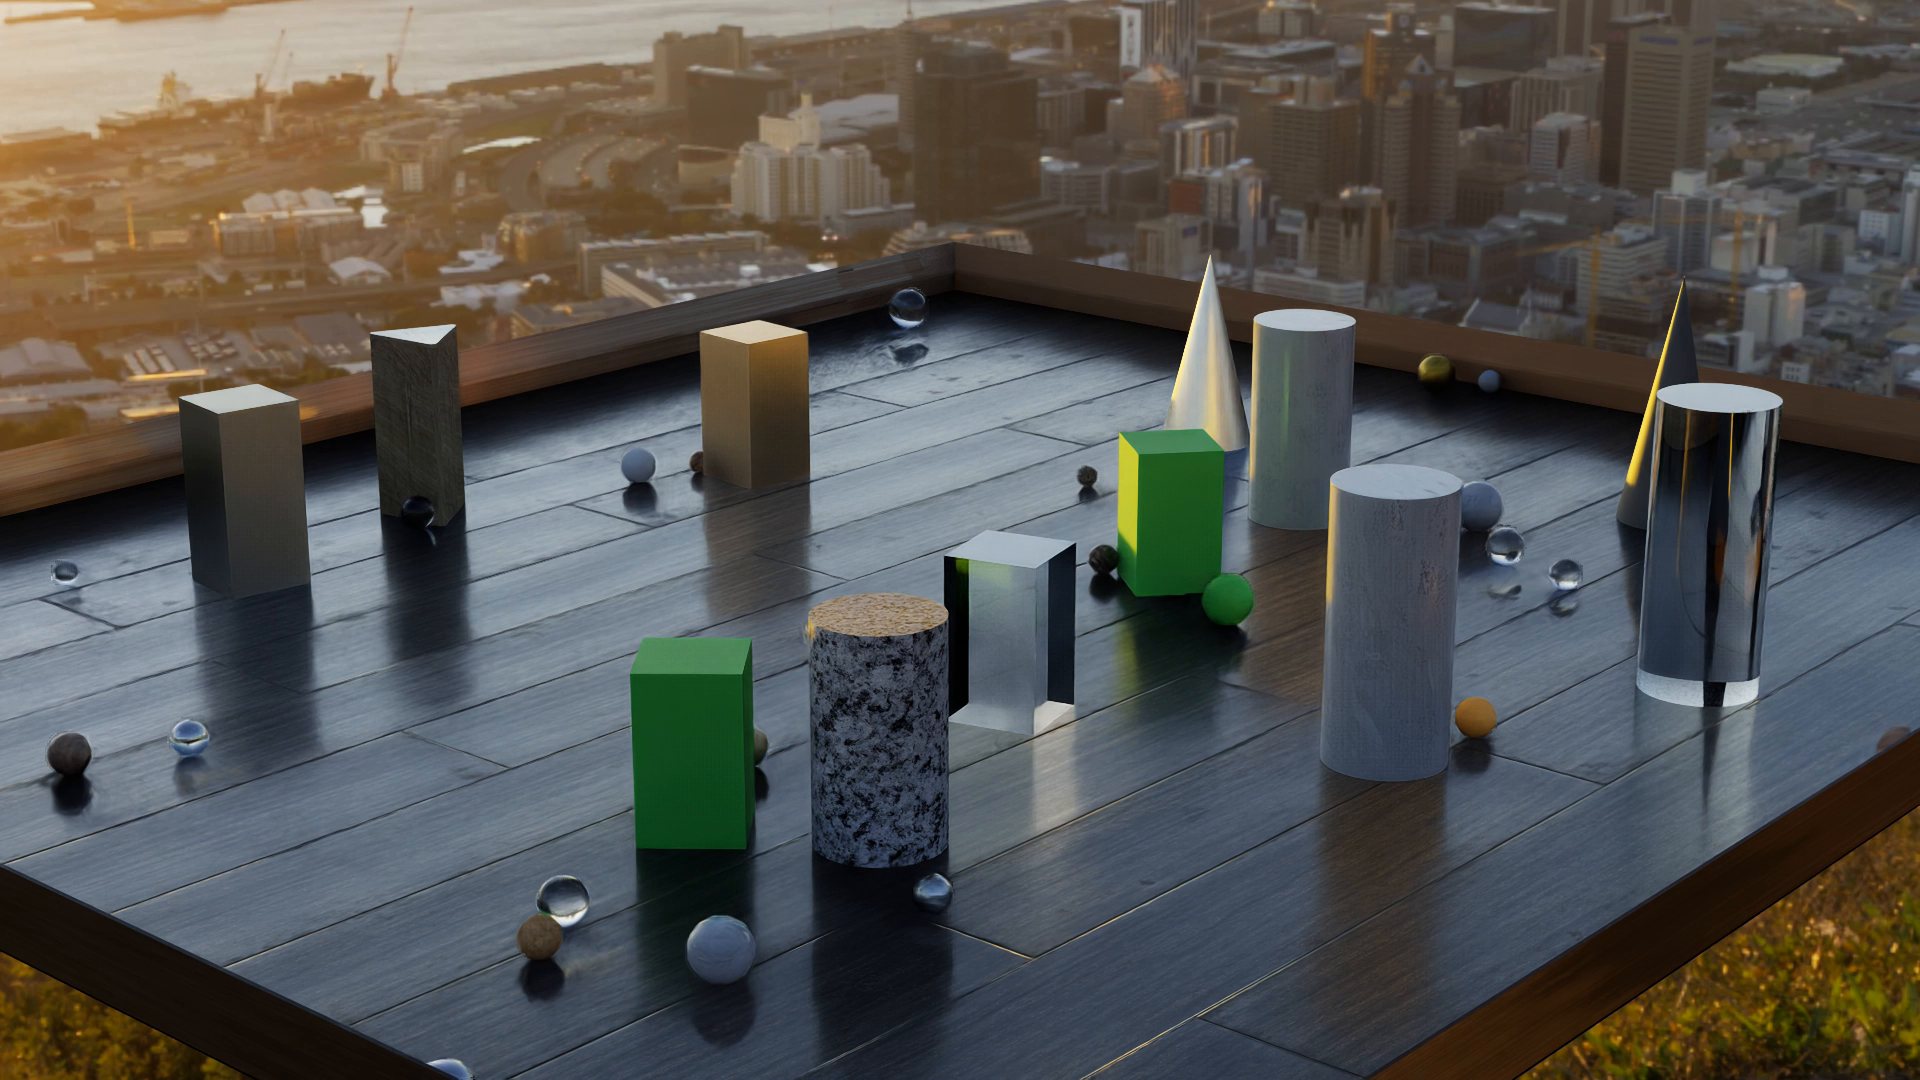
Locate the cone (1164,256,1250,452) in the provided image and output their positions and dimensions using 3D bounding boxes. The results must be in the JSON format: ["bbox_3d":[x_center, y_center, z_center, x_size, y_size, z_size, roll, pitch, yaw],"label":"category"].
[{"bbox_3d":[0.514,-0.397,6.072,0.190,0.395,0.190,0,17,0],"label":"cone"}]

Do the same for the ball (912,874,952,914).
[{"bbox_3d":[-0.036,0.461,3.824,0.052,0.052,0.052,0,17,0],"label":"ball"}]

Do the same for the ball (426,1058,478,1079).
[{"bbox_3d":[-0.575,0.615,3.278,0.073,0.073,0.073,0,17,0],"label":"ball"}]

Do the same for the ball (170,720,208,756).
[{"bbox_3d":[-1.148,0.295,4.366,0.056,0.056,0.056,0,17,0],"label":"ball"}]

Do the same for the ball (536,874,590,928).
[{"bbox_3d":[-0.513,0.466,3.780,0.068,0.068,0.068,0,17,0],"label":"ball"}]

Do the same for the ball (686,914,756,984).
[{"bbox_3d":[-0.295,0.506,3.619,0.085,0.085,0.085,0,17,0],"label":"ball"}]

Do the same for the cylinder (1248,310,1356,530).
[{"bbox_3d":[0.644,-0.229,5.536,0.190,0.382,0.190,0,17,0],"label":"cylinder"}]

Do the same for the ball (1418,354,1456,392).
[{"bbox_3d":[1.059,-0.370,6.519,0.084,0.084,0.084,0,17,0],"label":"ball"}]

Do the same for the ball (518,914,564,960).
[{"bbox_3d":[-0.528,0.499,3.690,0.057,0.057,0.057,0,17,0],"label":"ball"}]

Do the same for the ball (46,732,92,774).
[{"bbox_3d":[-1.305,0.313,4.296,0.062,0.062,0.062,0,17,0],"label":"ball"}]

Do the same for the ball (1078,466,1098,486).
[{"bbox_3d":[0.252,-0.126,5.787,0.040,0.040,0.040,0,17,0],"label":"ball"}]

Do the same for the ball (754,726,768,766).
[{"bbox_3d":[-0.315,0.304,4.321,0.065,0.065,0.065,0,17,0],"label":"ball"}]

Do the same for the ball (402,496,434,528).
[{"bbox_3d":[-1.017,-0.052,5.504,0.062,0.062,0.062,0,17,0],"label":"ball"}]

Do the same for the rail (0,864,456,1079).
[{"bbox_3d":[-1.244,0.445,3.749,3.375,0.123,0.045,14,22,39],"label":"rail"}]

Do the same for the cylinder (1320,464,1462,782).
[{"bbox_3d":[0.631,0.120,4.303,0.190,0.428,0.190,0,17,0],"label":"cylinder"}]

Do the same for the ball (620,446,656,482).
[{"bbox_3d":[-0.637,-0.150,5.812,0.071,0.071,0.071,0,17,0],"label":"ball"}]

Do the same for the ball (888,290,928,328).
[{"bbox_3d":[-0.126,-0.563,7.138,0.095,0.095,0.095,0,17,0],"label":"ball"}]

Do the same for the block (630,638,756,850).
[{"bbox_3d":[-0.369,0.281,4.069,0.152,0.255,0.152,0,17,1],"label":"block"}]

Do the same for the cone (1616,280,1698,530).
[{"bbox_3d":[1.344,-0.266,5.508,0.190,0.469,0.190,0,17,0],"label":"cone"}]

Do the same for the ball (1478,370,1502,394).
[{"bbox_3d":[1.177,-0.352,6.511,0.053,0.053,0.053,0,17,0],"label":"ball"}]

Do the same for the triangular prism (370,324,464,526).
[{"bbox_3d":[-1.002,-0.225,5.576,0.164,0.351,0.142,11,20,33],"label":"triangular prism"}]

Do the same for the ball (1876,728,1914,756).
[{"bbox_3d":[1.378,0.310,4.291,0.071,0.071,0.071,0,17,0],"label":"ball"}]

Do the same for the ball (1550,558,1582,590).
[{"bbox_3d":[1.062,0.060,5.143,0.056,0.056,0.056,0,17,0],"label":"ball"}]

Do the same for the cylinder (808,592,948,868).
[{"bbox_3d":[-0.110,0.258,4.013,0.190,0.331,0.190,0,17,0],"label":"cylinder"}]

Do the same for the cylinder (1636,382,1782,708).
[{"bbox_3d":[1.173,0.007,4.598,0.190,0.474,0.190,0,17,0],"label":"cylinder"}]

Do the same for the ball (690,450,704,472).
[{"bbox_3d":[-0.522,-0.158,5.889,0.043,0.043,0.043,0,17,0],"label":"ball"}]

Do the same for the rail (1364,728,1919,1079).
[{"bbox_3d":[1.256,0.346,4.076,0.045,0.123,3.841,14,22,39],"label":"rail"}]

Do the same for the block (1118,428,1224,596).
[{"bbox_3d":[0.369,-0.049,5.158,0.152,0.257,0.152,-3,17,-9],"label":"block"}]

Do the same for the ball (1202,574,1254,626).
[{"bbox_3d":[0.452,0.102,4.952,0.087,0.087,0.087,0,17,0],"label":"ball"}]

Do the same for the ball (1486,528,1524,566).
[{"bbox_3d":[0.982,0.012,5.282,0.069,0.069,0.069,0,17,0],"label":"ball"}]

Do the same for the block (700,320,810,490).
[{"bbox_3d":[-0.407,-0.270,5.828,0.152,0.293,0.152,-15,23,-41],"label":"block"}]

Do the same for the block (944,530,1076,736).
[{"bbox_3d":[0.077,0.141,4.513,0.152,0.266,0.152,8,19,25],"label":"block"}]

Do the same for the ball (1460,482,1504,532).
[{"bbox_3d":[0.968,-0.063,5.483,0.095,0.095,0.095,0,17,0],"label":"ball"}]

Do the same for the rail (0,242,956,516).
[{"bbox_3d":[-1.256,-0.285,6.165,0.045,0.123,3.841,14,22,39],"label":"rail"}]

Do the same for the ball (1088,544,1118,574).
[{"bbox_3d":[0.257,0.034,5.233,0.054,0.054,0.054,0,17,0],"label":"ball"}]

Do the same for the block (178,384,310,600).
[{"bbox_3d":[-1.255,-0.086,5.149,0.152,0.334,0.152,-14,22,-38],"label":"block"}]

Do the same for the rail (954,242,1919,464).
[{"bbox_3d":[1.244,-0.383,6.492,3.375,0.123,0.045,14,22,39],"label":"rail"}]

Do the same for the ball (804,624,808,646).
[{"bbox_3d":[-0.219,0.156,4.797,0.073,0.073,0.073,0,17,0],"label":"ball"}]

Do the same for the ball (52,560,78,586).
[{"bbox_3d":[-1.577,0.059,5.170,0.044,0.044,0.044,0,17,0],"label":"ball"}]

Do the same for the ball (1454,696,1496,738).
[{"bbox_3d":[0.781,0.269,4.441,0.063,0.063,0.063,0,17,0],"label":"ball"}]
